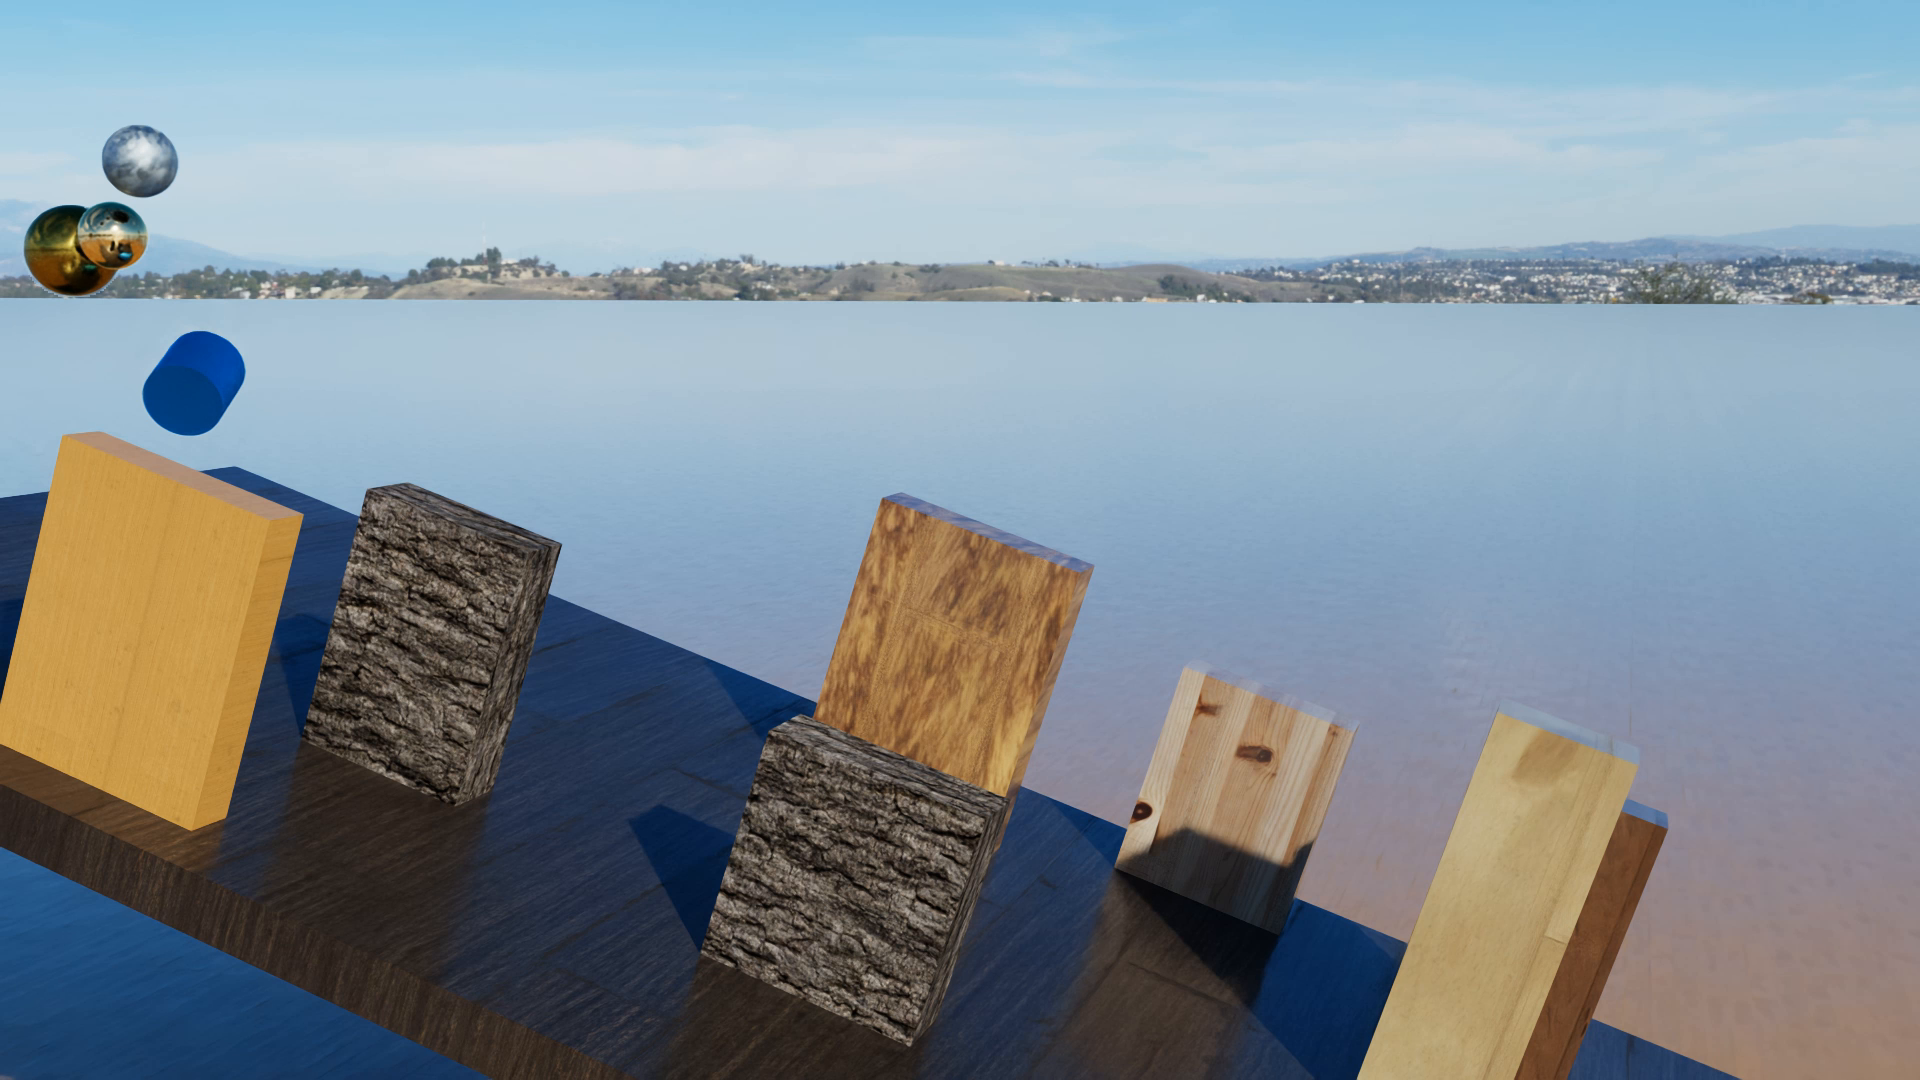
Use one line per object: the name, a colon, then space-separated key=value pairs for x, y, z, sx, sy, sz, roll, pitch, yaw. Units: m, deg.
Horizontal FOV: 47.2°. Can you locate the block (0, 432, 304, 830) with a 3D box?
block: x=-1.328 y=0.145 z=3.585 sx=0.401 sy=0.537 sz=0.092 roll=21 pitch=12 yaw=14

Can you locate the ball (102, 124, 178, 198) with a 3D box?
ball: x=-1.765 y=-0.815 z=4.733 sx=0.155 sy=0.155 sz=0.155 roll=0 pitch=7 yaw=0

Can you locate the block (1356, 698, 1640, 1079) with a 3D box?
block: x=0.932 y=0.687 z=3.864 sx=0.246 sy=0.772 sz=0.143 roll=21 pitch=12 yaw=14

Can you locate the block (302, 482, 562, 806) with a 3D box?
block: x=-0.969 y=0.187 z=4.028 sx=0.332 sy=0.493 sz=0.139 roll=21 pitch=12 yaw=14

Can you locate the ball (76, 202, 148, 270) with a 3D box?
ball: x=-1.855 y=-0.666 z=4.812 sx=0.148 sy=0.148 sz=0.148 roll=0 pitch=7 yaw=0

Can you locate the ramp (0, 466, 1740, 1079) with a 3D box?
ramp: x=-0.352 y=0.662 z=4.223 sx=4.000 sy=0.100 sz=2.000 roll=21 pitch=12 yaw=14

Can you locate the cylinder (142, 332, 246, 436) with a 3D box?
cylinder: x=-1.693 y=-0.347 z=4.865 sx=0.172 sy=0.172 sz=0.172 roll=0 pitch=31 yaw=1

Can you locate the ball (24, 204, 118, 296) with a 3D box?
ball: x=-1.994 y=-0.651 z=4.942 sx=0.205 sy=0.205 sz=0.205 roll=0 pitch=7 yaw=0

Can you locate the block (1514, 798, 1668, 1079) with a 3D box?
block: x=1.087 y=0.756 z=4.170 sx=0.290 sy=0.612 sz=0.120 roll=21 pitch=12 yaw=14

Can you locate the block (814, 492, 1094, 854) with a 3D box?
block: x=-0.038 y=0.283 z=4.591 sx=0.443 sy=0.644 sz=0.125 roll=21 pitch=12 yaw=14

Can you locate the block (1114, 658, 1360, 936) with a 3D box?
block: x=0.594 y=0.549 z=4.727 sx=0.380 sy=0.473 sz=0.112 roll=21 pitch=12 yaw=14

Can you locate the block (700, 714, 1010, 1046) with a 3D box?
block: x=-0.177 y=0.564 z=3.680 sx=0.393 sy=0.411 sz=0.145 roll=21 pitch=12 yaw=14
